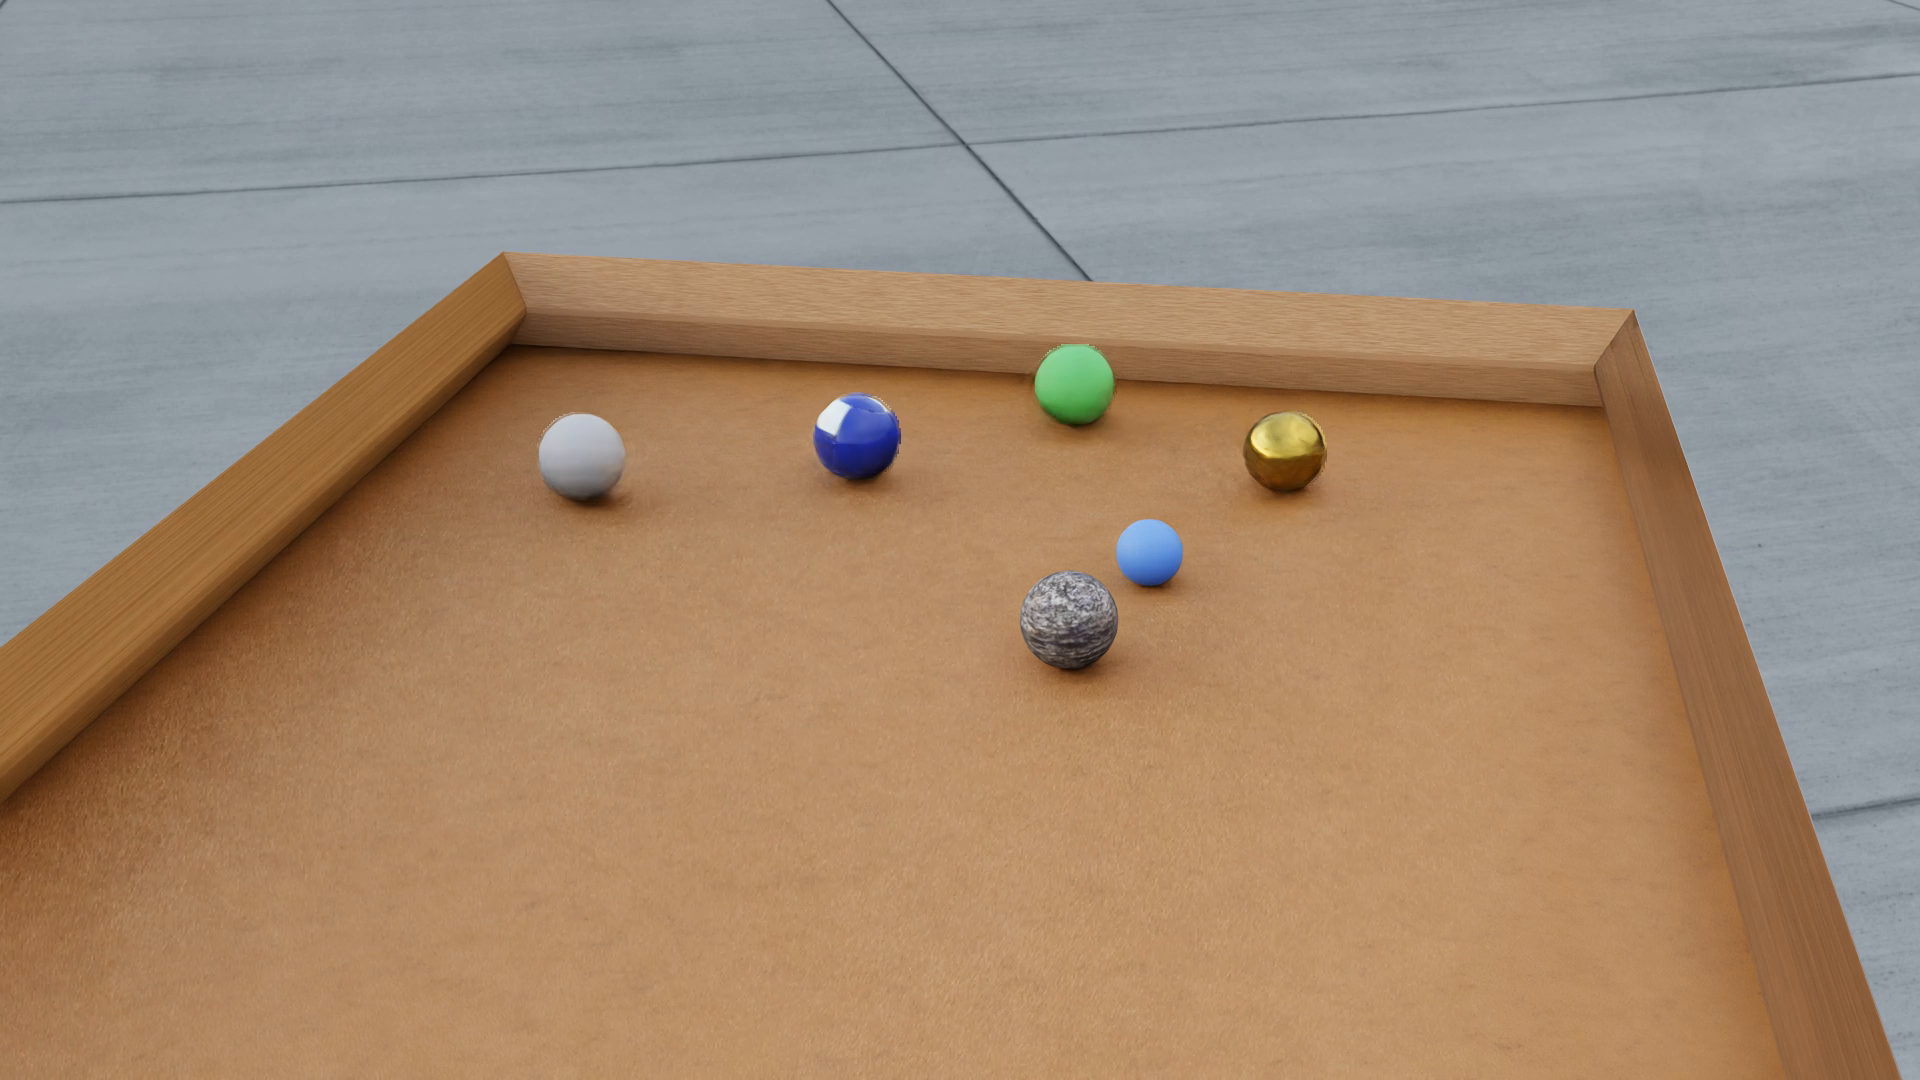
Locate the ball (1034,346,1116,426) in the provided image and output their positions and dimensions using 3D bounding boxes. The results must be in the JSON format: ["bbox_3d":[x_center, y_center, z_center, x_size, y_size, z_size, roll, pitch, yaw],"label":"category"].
[{"bbox_3d":[0.139,-0.187,2.654,0.097,0.097,0.097,0,24,0],"label":"ball"}]

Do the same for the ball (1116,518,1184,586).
[{"bbox_3d":[0.193,0.013,2.240,0.068,0.068,0.068,0,24,0],"label":"ball"}]

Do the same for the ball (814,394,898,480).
[{"bbox_3d":[-0.118,-0.116,2.496,0.097,0.097,0.097,0,24,0],"label":"ball"}]

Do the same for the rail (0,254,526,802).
[{"bbox_3d":[-0.797,0.190,1.767,0.045,0.126,2.557,4,24,9],"label":"rail"}]

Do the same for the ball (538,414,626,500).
[{"bbox_3d":[-0.420,-0.092,2.442,0.096,0.096,0.096,0,24,0],"label":"ball"}]

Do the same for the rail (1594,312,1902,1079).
[{"bbox_3d":[0.580,0.286,1.550,0.045,0.126,2.557,4,24,9],"label":"rail"}]

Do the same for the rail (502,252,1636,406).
[{"bbox_3d":[0.105,-0.263,2.788,1.445,0.126,0.045,4,24,9],"label":"rail"}]

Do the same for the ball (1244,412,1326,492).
[{"bbox_3d":[0.363,-0.099,2.464,0.091,0.091,0.091,0,24,0],"label":"ball"}]

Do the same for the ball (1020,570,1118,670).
[{"bbox_3d":[0.103,0.075,2.070,0.093,0.093,0.093,0,24,0],"label":"ball"}]
